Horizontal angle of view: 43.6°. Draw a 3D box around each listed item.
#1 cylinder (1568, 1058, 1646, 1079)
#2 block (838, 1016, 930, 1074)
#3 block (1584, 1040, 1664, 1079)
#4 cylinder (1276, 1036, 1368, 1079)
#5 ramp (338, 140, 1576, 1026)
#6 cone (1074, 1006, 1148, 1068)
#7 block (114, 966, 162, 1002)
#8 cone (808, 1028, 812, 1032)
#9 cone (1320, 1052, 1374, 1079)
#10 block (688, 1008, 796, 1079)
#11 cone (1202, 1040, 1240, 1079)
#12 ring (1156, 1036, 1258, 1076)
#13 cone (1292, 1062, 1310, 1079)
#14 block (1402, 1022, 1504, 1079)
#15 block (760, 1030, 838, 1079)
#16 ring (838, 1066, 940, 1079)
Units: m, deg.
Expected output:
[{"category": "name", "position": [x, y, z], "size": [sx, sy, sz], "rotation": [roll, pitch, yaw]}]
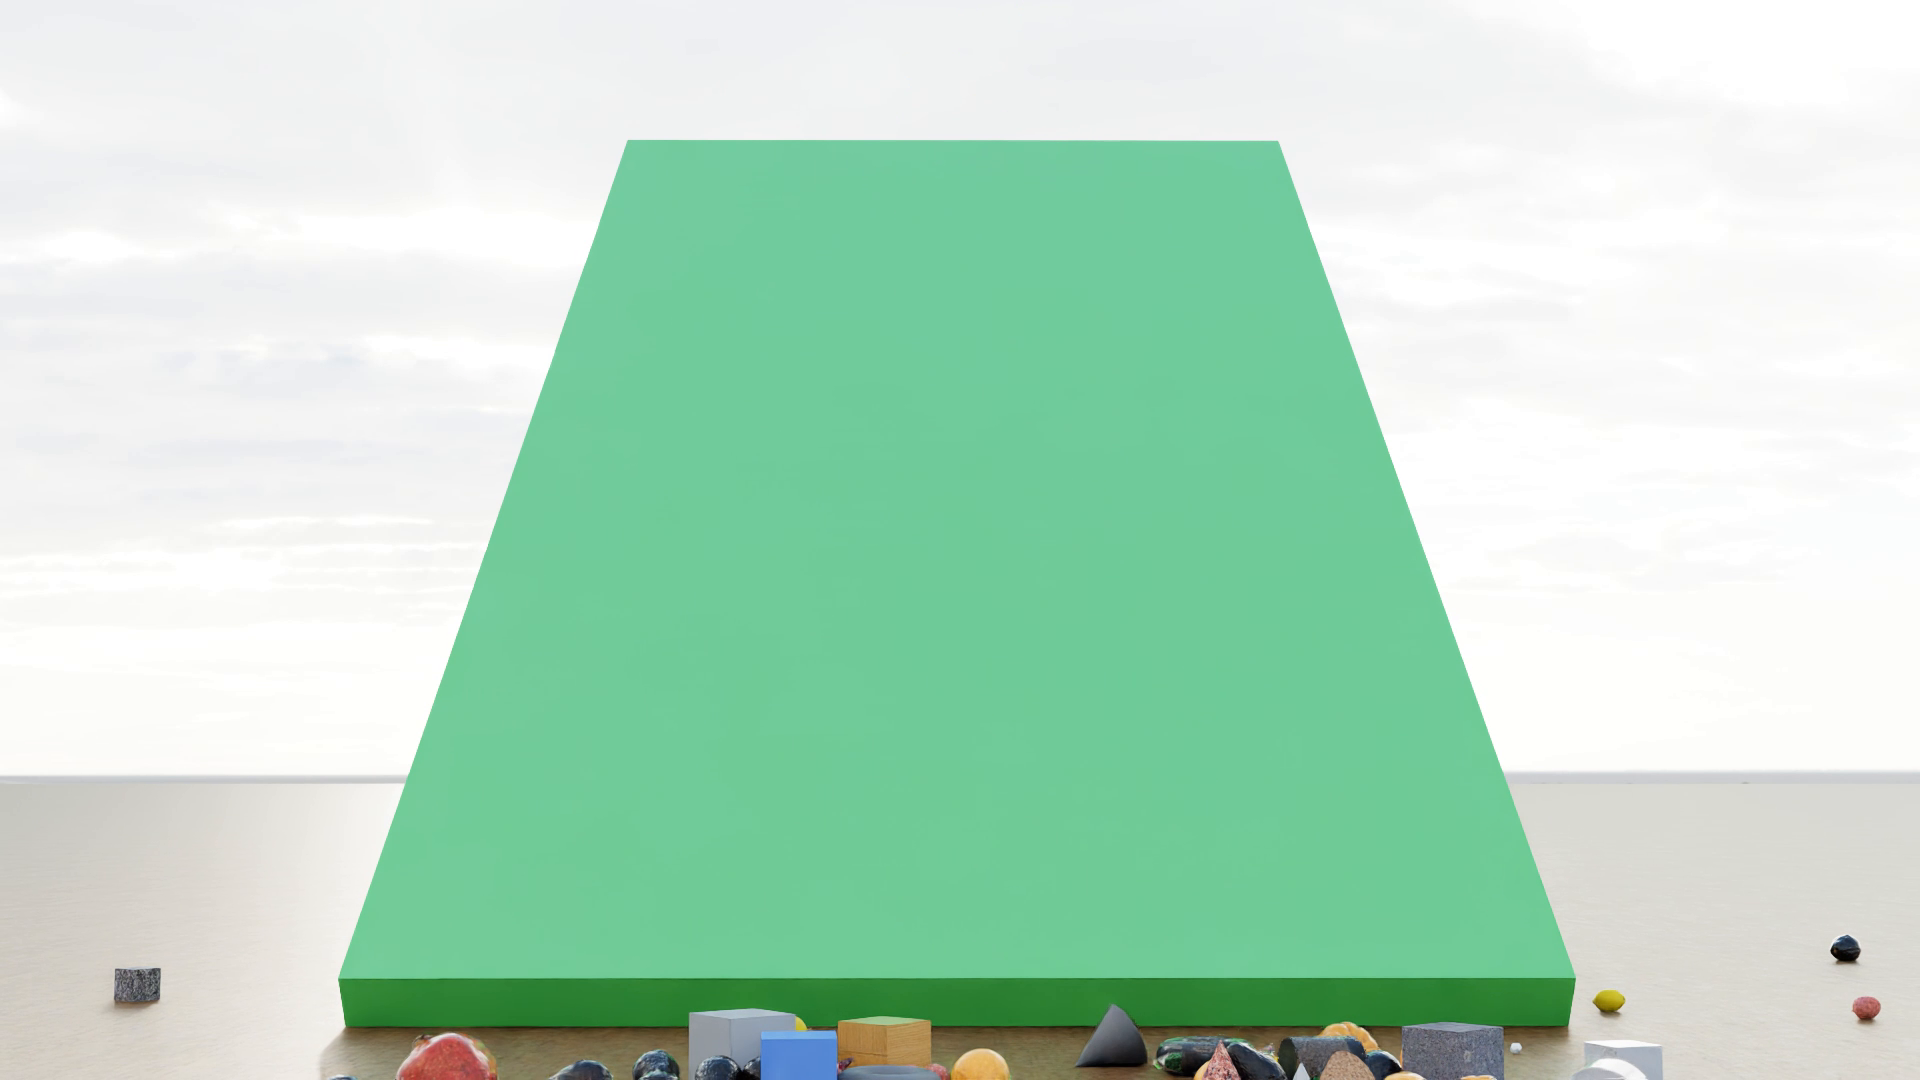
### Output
[{"category": "cylinder", "position": [0.710, 0.621, 2.637], "size": [0.092, 0.092, 0.092], "rotation": [-2, -6, 23]}, {"category": "block", "position": [-0.099, 0.675, 3.152], "size": [0.087, 0.087, 0.087], "rotation": [-5, -7, 39]}, {"category": "block", "position": [0.841, 0.673, 3.041], "size": [0.069, 0.069, 0.069], "rotation": [2, -6, -21]}, {"category": "cylinder", "position": [0.445, 0.655, 2.946], "size": [0.087, 0.087, 0.087], "rotation": [1, -6, -12]}, {"category": "ramp", "position": [-0.012, -0.217, 5.650], "size": [2.000, 0.100, 4.000], "rotation": [0, 29, 0]}, {"category": "cone", "position": [0.199, 0.720, 3.384], "size": [0.093, 0.093, 0.093], "rotation": [-26, 4, -21]}, {"category": "block", "position": [-1.504, 0.812, 4.388], "size": [0.058, 0.058, 0.058], "rotation": [-4, -7, 38]}, {"category": "cone", "position": [-0.191, 0.666, 3.064], "size": [0.087, 0.087, 0.087], "rotation": [0, -6, 0]}, {"category": "cone", "position": [0.437, 0.669, 2.861], "size": [0.091, 0.091, 0.091], "rotation": [5, -34, -44]}, {"category": "block", "position": [-0.283, 0.665, 3.114], "size": [0.100, 0.100, 0.100], "rotation": [4, -7, -38]}, {"category": "cone", "position": [0.306, 0.635, 2.810], "size": [0.099, 0.099, 0.099], "rotation": [0, -6, 0]}, {"category": "ring", "position": [0.340, 0.711, 3.303], "size": [0.139, 0.046, 0.139], "rotation": [0, -7, 0]}, {"category": "cone", "position": [0.402, 0.650, 2.824], "size": [0.072, 0.072, 0.072], "rotation": [0, -6, 0]}, {"category": "block", "position": [0.625, 0.662, 3.041], "size": [0.090, 0.090, 0.090], "rotation": [5, -7, -41]}, {"category": "block", "position": [-0.197, 0.651, 2.929], "size": [0.091, 0.091, 0.091], "rotation": [0, -6, -4]}, {"category": "ring", "position": [-0.088, 0.677, 2.963], "size": [0.137, 0.046, 0.137], "rotation": [1, -5, 0]}]
